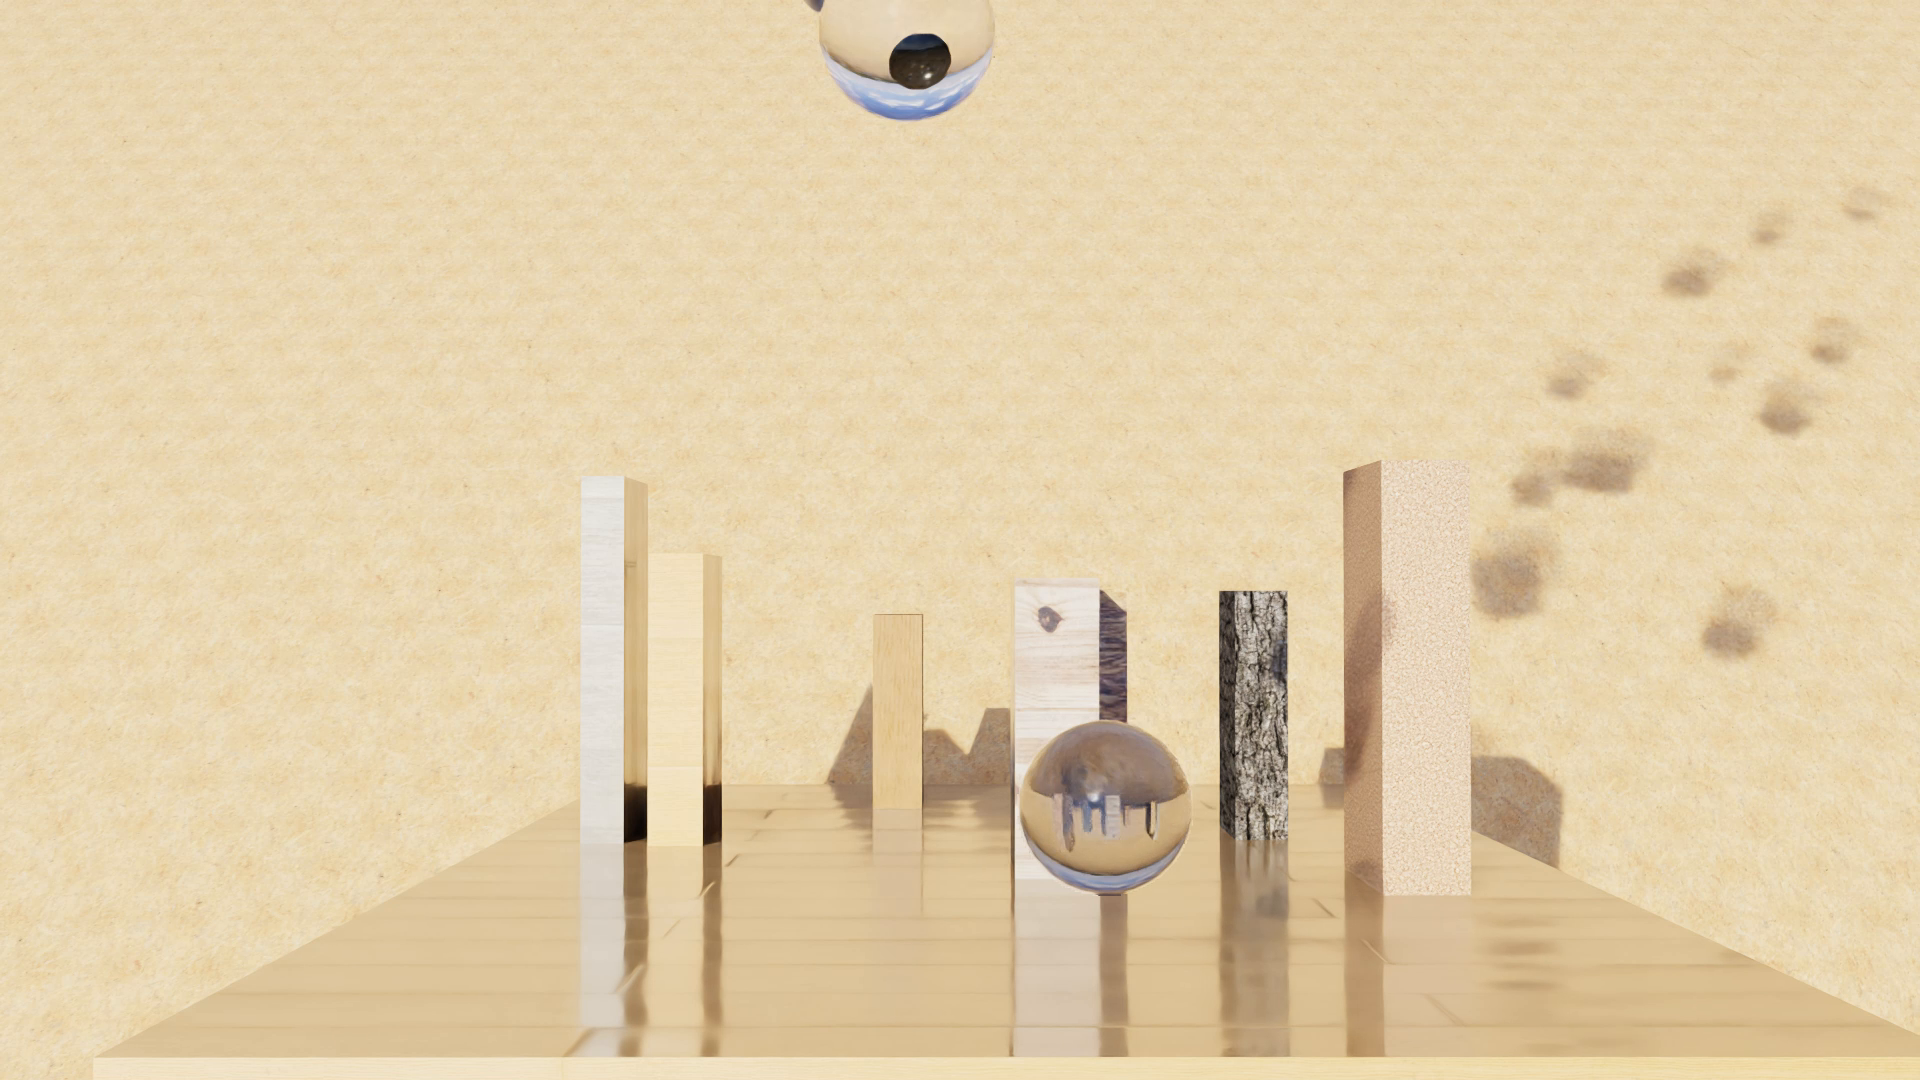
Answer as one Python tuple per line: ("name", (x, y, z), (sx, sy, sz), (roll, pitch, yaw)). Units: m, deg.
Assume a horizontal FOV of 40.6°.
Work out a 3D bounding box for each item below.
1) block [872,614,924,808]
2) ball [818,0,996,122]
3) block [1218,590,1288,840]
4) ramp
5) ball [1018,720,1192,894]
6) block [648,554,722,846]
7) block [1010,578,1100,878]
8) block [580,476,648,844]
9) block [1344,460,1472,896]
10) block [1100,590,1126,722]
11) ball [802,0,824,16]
("block", (-0.145, 0.399, 6.118), (0.113, 0.448, 0.250), (0, -1, 0))
("ball", (-0.043, -0.411, 2.103), (0.144, 0.144, 0.144), (0, 33, 0))
("block", (0.608, 0.357, 5.393), (0.107, 0.502, 0.322), (0, -1, 0))
("ramp", (0.074, 0.645, 4.768), (2.000, 0.100, 4.000), (0, -1, 0))
("ball", (0.164, 0.301, 2.926), (0.195, 0.195, 0.195), (0, 33, 0))
("block", (-0.560, 0.319, 5.319), (0.107, 0.575, 0.418), (0, -1, 0))
("block", (0.169, 0.332, 4.711), (0.147, 0.523, 0.378), (0, -1, 0))
("block", (-0.712, 0.242, 5.363), (0.086, 0.731, 0.396), (0, -1, 0))
("block", (0.767, 0.230, 4.484), (0.145, 0.716, 0.428), (0, -1, 0))
("block", (0.262, 0.348, 5.024), (0.094, 0.504, 0.429), (0, -1, 0))
("ball", (-0.089, -0.581, 2.526), (0.169, 0.169, 0.169), (0, 33, 0))
